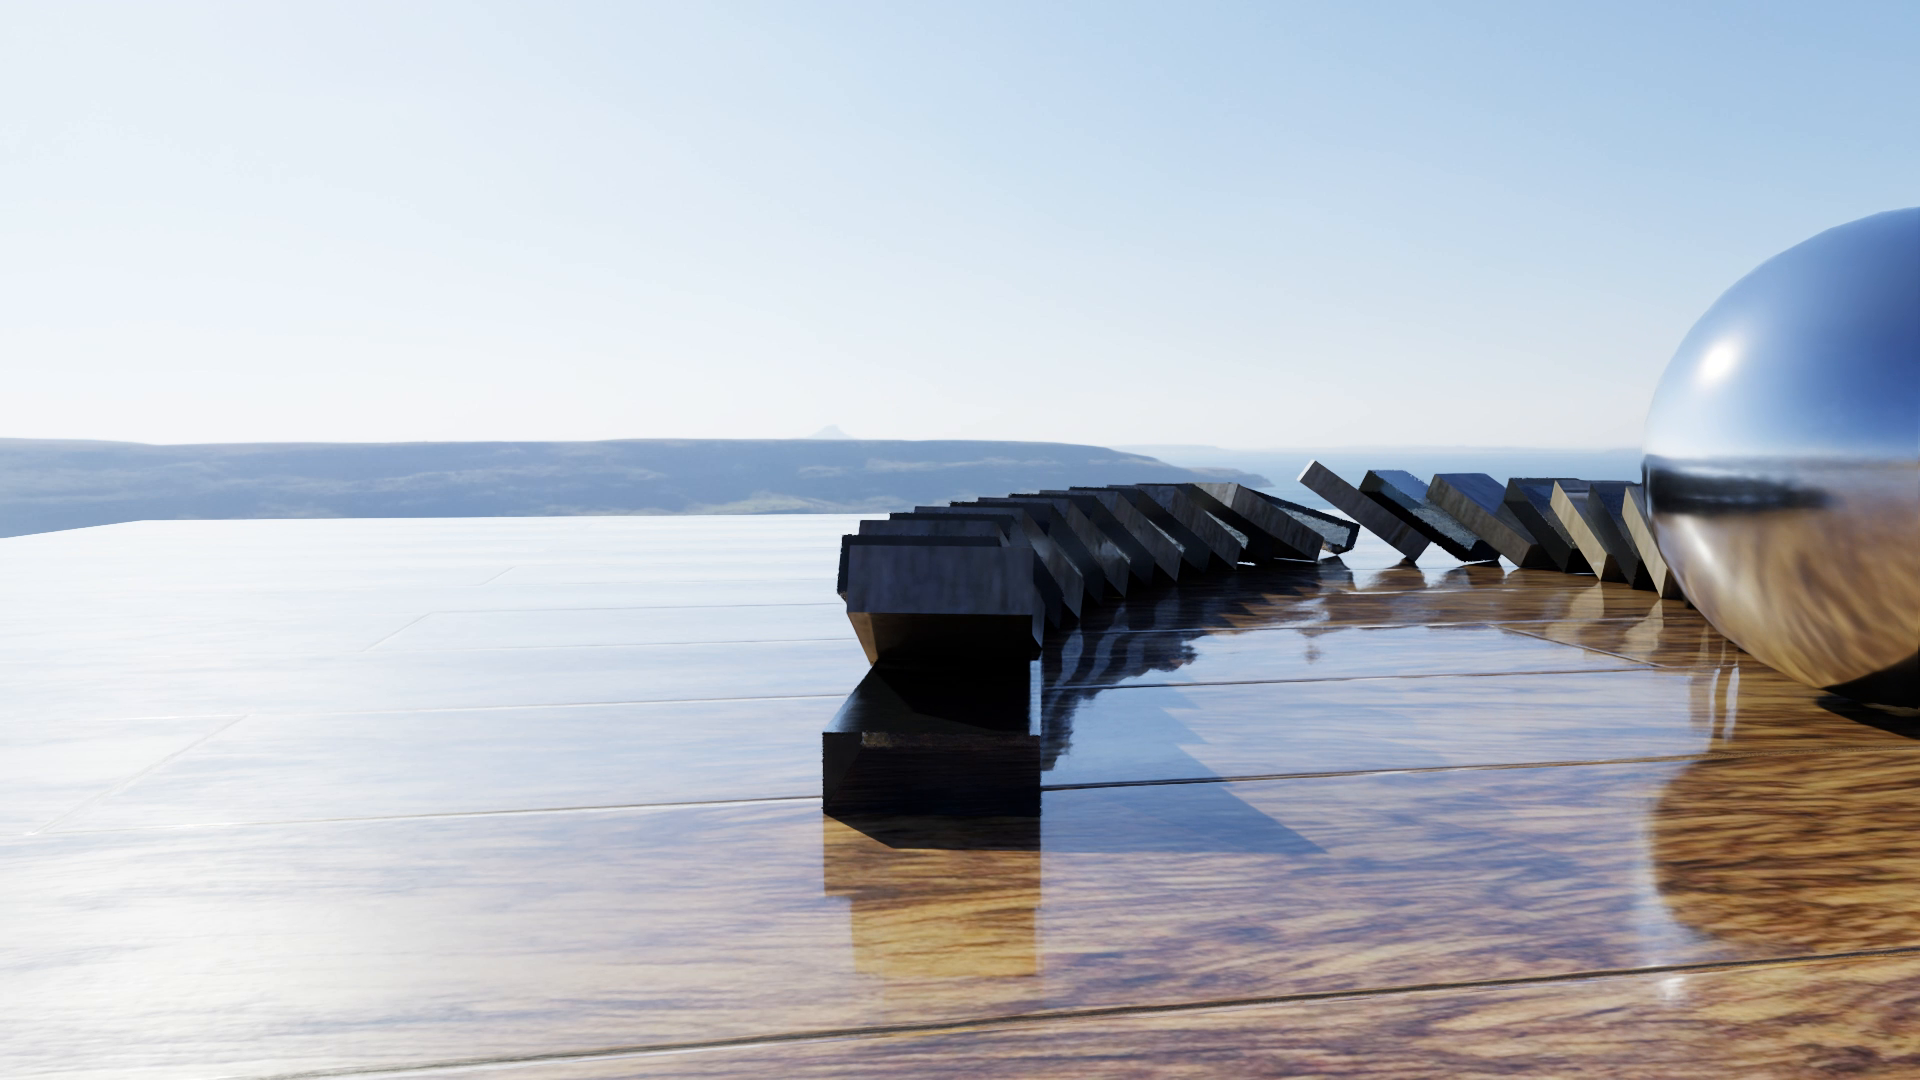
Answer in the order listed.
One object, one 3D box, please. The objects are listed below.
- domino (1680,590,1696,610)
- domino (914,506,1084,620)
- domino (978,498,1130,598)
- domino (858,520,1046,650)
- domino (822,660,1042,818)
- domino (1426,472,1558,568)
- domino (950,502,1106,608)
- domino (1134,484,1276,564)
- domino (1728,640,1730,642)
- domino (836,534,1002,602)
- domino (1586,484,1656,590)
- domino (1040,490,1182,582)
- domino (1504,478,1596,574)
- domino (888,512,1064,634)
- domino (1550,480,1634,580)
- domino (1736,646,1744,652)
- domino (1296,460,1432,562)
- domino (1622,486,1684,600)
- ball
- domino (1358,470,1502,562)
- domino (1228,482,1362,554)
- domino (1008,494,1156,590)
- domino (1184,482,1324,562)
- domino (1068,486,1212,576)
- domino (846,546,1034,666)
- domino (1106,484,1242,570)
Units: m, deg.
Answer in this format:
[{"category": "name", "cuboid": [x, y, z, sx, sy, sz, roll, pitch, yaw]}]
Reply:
[{"category": "domino", "cuboid": [0.206, 0.002, 0.345, 0.025, 0.009, 0.050, 2, 29, 19]}, {"category": "domino", "cuboid": [0.010, 0.006, 0.295, 0.025, 0.009, 0.050, 2, -19, 22]}, {"category": "domino", "cuboid": [0.025, 0.003, 0.340, 0.025, 0.009, 0.050, 2, -19, 26]}, {"category": "domino", "cuboid": [0.000, 0.009, 0.248, 0.025, 0.009, 0.050, 1, -20, 15]}, {"category": "domino", "cuboid": [-0.002, 0.025, 0.172, 0.025, 0.009, 0.050, 0, 4, 4]}, {"category": "domino", "cuboid": [0.195, -0.008, 0.462, 0.025, 0.010, 0.050, -2, 32, -24]}, {"category": "domino", "cuboid": [0.017, 0.004, 0.317, 0.025, 0.010, 0.050, 2, -19, 22]}, {"category": "domino", "cuboid": [0.084, -0.005, 0.444, 0.050, 0.010, 0.025, 28, -16, -38]}, {"category": "domino", "cuboid": [0.182, 0.000, 0.281, 0.025, 0.050, 0.010, 2, -40, 25]}, {"category": "domino", "cuboid": [-0.003, 0.012, 0.223, 0.025, 0.009, 0.050, 1, -18, 10]}, {"category": "domino", "cuboid": [0.213, -0.002, 0.393, 0.025, 0.010, 0.050, 1, 30, 9]}, {"category": "domino", "cuboid": [0.045, -0.001, 0.384, 0.025, 0.010, 0.050, 3, -19, 33]}, {"category": "domino", "cuboid": [0.210, -0.006, 0.440, 0.025, 0.010, 0.050, 0, 30, -3]}, {"category": "domino", "cuboid": [0.004, 0.008, 0.271, 0.025, 0.009, 0.050, 1, -19, 17]}, {"category": "domino", "cuboid": [0.213, -0.004, 0.417, 0.025, 0.009, 0.050, 1, 30, 5]}, {"category": "domino", "cuboid": [0.177, 0.001, 0.269, 0.025, 0.050, 0.009, 2, -40, 25]}, {"category": "domino", "cuboid": [0.149, -0.011, 0.475, 0.050, 0.009, 0.025, 36, 11, 8]}, {"category": "domino", "cuboid": [0.210, 0.000, 0.369, 0.025, 0.010, 0.050, 1, 29, 14]}, {"category": "ball", "cuboid": [0.154, -0.013, 0.205, 0.080, 0.080, 0.080, 0, 4, 0]}, {"category": "domino", "cuboid": [0.176, -0.010, 0.478, 0.025, 0.009, 0.050, -2, 33, -40]}, {"category": "domino", "cuboid": [0.122, -0.008, 0.481, 0.050, 0.009, 0.025, 18, -4, 5]}, {"category": "domino", "cuboid": [0.035, 0.001, 0.362, 0.025, 0.009, 0.050, 2, -19, 29]}, {"category": "domino", "cuboid": [0.104, -0.006, 0.459, 0.050, 0.009, 0.025, 26, -12, -34]}, {"category": "domino", "cuboid": [0.057, -0.002, 0.405, 0.025, 0.009, 0.050, 3, -19, 39]}, {"category": "domino", "cuboid": [-0.002, 0.013, 0.196, 0.025, 0.009, 0.050, 1, -19, 3]}, {"category": "domino", "cuboid": [0.070, -0.004, 0.423, 0.025, 0.009, 0.050, 3, -19, 39]}]
